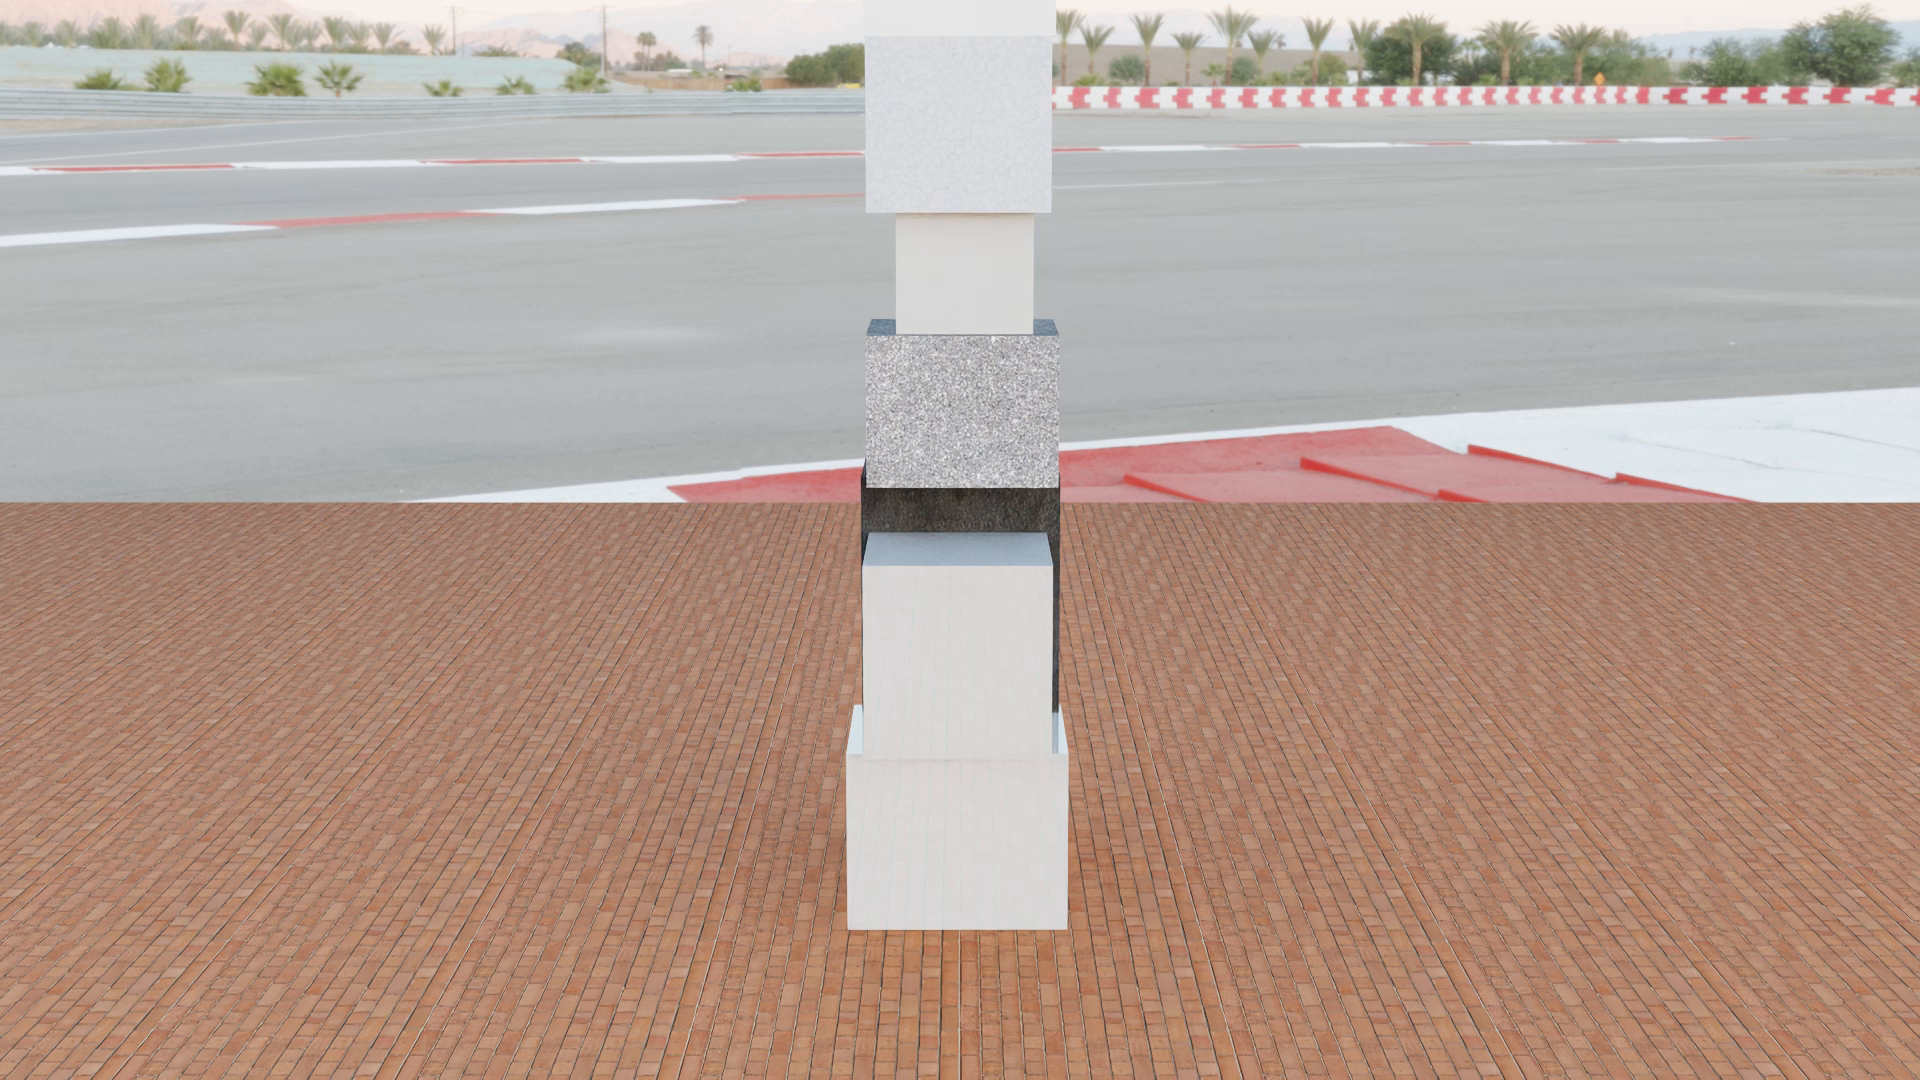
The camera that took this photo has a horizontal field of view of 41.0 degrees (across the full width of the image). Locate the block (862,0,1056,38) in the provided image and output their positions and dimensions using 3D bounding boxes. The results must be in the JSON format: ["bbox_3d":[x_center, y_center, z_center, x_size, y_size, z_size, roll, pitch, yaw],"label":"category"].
[{"bbox_3d":[-0.002,-2.451,10.741,0.784,0.678,0.770,0,10,0],"label":"block"}]

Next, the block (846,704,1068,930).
[{"bbox_3d":[-0.011,1.174,11.003,0.913,0.753,0.832,0,10,0],"label":"block"}]

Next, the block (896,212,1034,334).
[{"bbox_3d":[0.019,-1.164,10.972,0.572,0.509,0.602,0,10,0],"label":"block"}]

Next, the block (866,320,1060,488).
[{"bbox_3d":[0.010,-0.600,11.074,0.805,0.637,0.765,0,10,0],"label":"block"}]

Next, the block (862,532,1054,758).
[{"bbox_3d":[-0.009,0.430,10.755,0.766,0.801,0.764,0,10,0],"label":"block"}]

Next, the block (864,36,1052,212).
[{"bbox_3d":[-0.005,-1.766,10.864,0.760,0.713,0.794,0,10,0],"label":"block"}]

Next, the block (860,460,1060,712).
[{"bbox_3d":[0.003,0.156,11.603,0.859,1.038,0.980,0,10,0],"label":"block"}]
